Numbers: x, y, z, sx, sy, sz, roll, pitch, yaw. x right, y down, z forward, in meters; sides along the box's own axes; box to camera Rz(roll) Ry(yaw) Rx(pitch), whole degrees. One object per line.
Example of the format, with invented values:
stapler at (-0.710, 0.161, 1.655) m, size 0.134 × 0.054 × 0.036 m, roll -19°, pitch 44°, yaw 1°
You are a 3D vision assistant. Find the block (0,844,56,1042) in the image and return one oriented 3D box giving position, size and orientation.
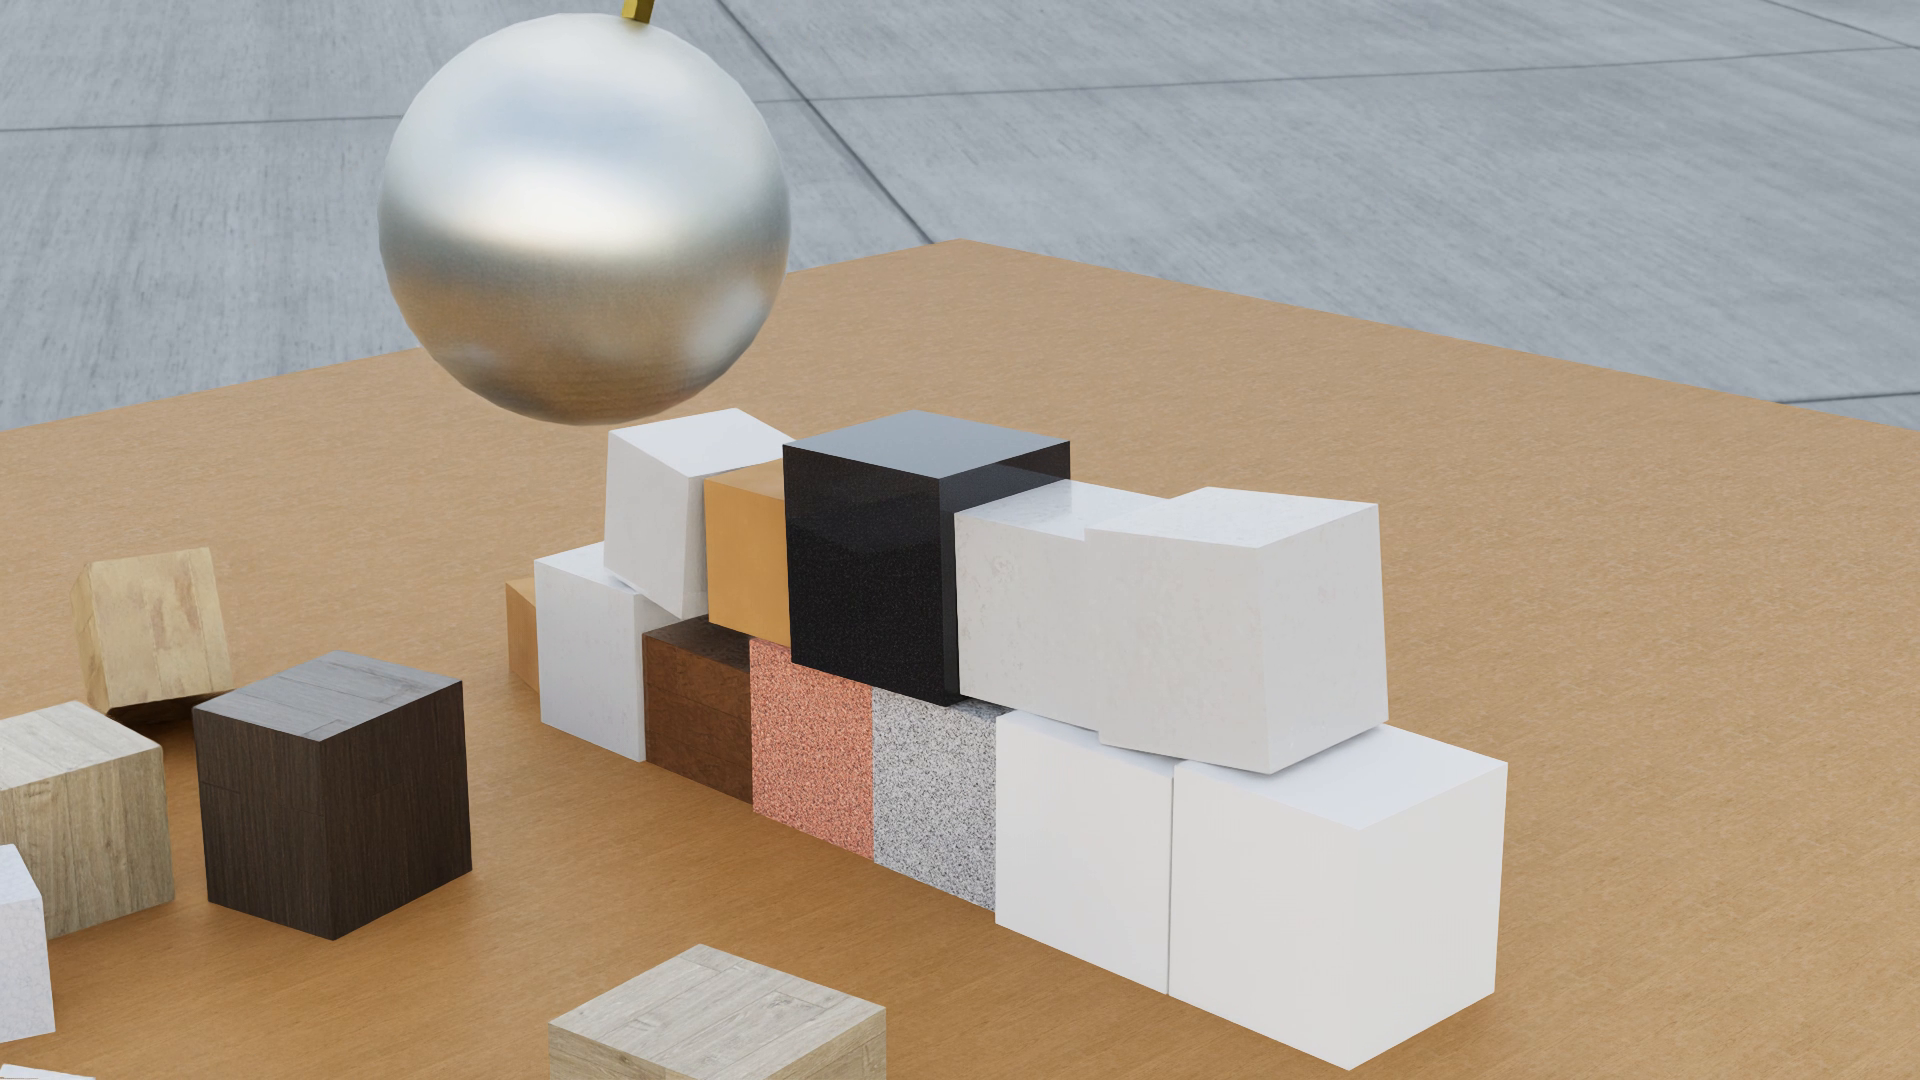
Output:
block at (-4.149, 1.689, 11.971) m, size 0.720 × 0.600 × 0.605 m, roll -9°, pitch 19°, yaw -26°

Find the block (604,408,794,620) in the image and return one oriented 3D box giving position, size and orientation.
block at (-1.250, -0.143, 14.624) m, size 0.766 × 0.744 × 0.710 m, roll -13°, pitch 28°, yaw -37°

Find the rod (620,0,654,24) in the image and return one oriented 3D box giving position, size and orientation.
rod at (-0.631, -4.537, 11.254) m, size 0.080 × 5.200 × 0.080 m, roll 17°, pitch 4°, yaw 42°

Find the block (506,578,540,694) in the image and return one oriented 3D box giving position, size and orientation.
block at (-2.138, 0.499, 15.933) m, size 0.490 × 0.494 × 0.536 m, roll -9°, pitch 19°, yaw -26°

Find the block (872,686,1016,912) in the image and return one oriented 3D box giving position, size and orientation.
block at (0.193, 1.069, 13.448) m, size 0.855 × 0.897 × 0.821 m, roll 17°, pitch 24°, yaw 42°

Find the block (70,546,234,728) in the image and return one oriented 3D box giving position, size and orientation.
block at (-4.153, 0.516, 15.052) m, size 0.616 × 0.745 × 0.697 m, roll -8°, pitch -10°, yaw -25°

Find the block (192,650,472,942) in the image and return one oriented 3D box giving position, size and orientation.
block at (-2.811, 1.128, 13.199) m, size 0.767 × 0.933 × 0.902 m, roll 11°, pitch 20°, yaw 31°

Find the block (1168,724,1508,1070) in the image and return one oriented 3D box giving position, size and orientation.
block at (1.559, 1.409, 12.138) m, size 0.988 × 1.033 × 0.946 m, roll -17°, pitch 24°, yaw -42°

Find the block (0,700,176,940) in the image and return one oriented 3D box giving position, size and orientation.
block at (-4.082, 1.258, 13.104) m, size 0.769 × 0.742 × 0.791 m, roll -16°, pitch 23°, yaw -41°

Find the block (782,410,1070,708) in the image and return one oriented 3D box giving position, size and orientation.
block at (-0.142, 0.059, 13.424) m, size 0.987 × 1.044 × 0.856 m, roll 13°, pitch 22°, yaw 42°

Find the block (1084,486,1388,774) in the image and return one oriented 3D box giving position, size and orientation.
block at (1.159, 0.354, 12.247) m, size 0.892 × 0.933 × 0.836 m, roll 7°, pitch 17°, yaw 42°

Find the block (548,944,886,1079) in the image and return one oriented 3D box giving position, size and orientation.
block at (-0.859, 2.054, 10.518) m, size 0.883 × 0.774 × 0.808 m, roll 13°, pitch 21°, yaw 35°

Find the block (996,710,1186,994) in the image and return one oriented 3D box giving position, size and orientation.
block at (0.862, 1.229, 12.812) m, size 0.998 × 0.972 × 0.998 m, roll -17°, pitch 24°, yaw -42°

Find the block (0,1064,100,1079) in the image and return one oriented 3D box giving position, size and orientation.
block at (-2.931, 2.237, 9.769) m, size 0.658 × 0.647 × 0.633 m, roll 5°, pitch 47°, yaw 16°

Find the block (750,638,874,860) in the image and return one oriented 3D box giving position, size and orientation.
block at (-0.409, 0.895, 14.031) m, size 0.849 × 0.880 × 0.817 m, roll 16°, pitch 24°, yaw 42°

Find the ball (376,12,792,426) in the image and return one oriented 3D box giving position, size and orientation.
ball at (-1.457, -1.243, 11.424) m, size 1.600 × 1.600 × 1.600 m, roll 0°, pitch 17°, yaw 0°

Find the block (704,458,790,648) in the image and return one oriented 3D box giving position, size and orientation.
block at (-0.738, 0.050, 14.056) m, size 0.702 × 0.717 × 0.649 m, roll 15°, pitch 23°, yaw 42°

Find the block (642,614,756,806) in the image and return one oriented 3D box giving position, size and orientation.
block at (-1.013, 0.801, 14.656) m, size 0.753 × 0.683 × 0.861 m, roll -17°, pitch 24°, yaw -42°

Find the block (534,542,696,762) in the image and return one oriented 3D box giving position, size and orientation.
block at (-1.596, 0.519, 15.210) m, size 0.806 × 0.889 × 0.870 m, roll 17°, pitch 24°, yaw 42°

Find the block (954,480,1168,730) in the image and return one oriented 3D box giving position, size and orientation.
block at (0.532, 0.268, 12.862) m, size 0.805 × 0.830 × 0.735 m, roll 13°, pitch 21°, yaw 42°
